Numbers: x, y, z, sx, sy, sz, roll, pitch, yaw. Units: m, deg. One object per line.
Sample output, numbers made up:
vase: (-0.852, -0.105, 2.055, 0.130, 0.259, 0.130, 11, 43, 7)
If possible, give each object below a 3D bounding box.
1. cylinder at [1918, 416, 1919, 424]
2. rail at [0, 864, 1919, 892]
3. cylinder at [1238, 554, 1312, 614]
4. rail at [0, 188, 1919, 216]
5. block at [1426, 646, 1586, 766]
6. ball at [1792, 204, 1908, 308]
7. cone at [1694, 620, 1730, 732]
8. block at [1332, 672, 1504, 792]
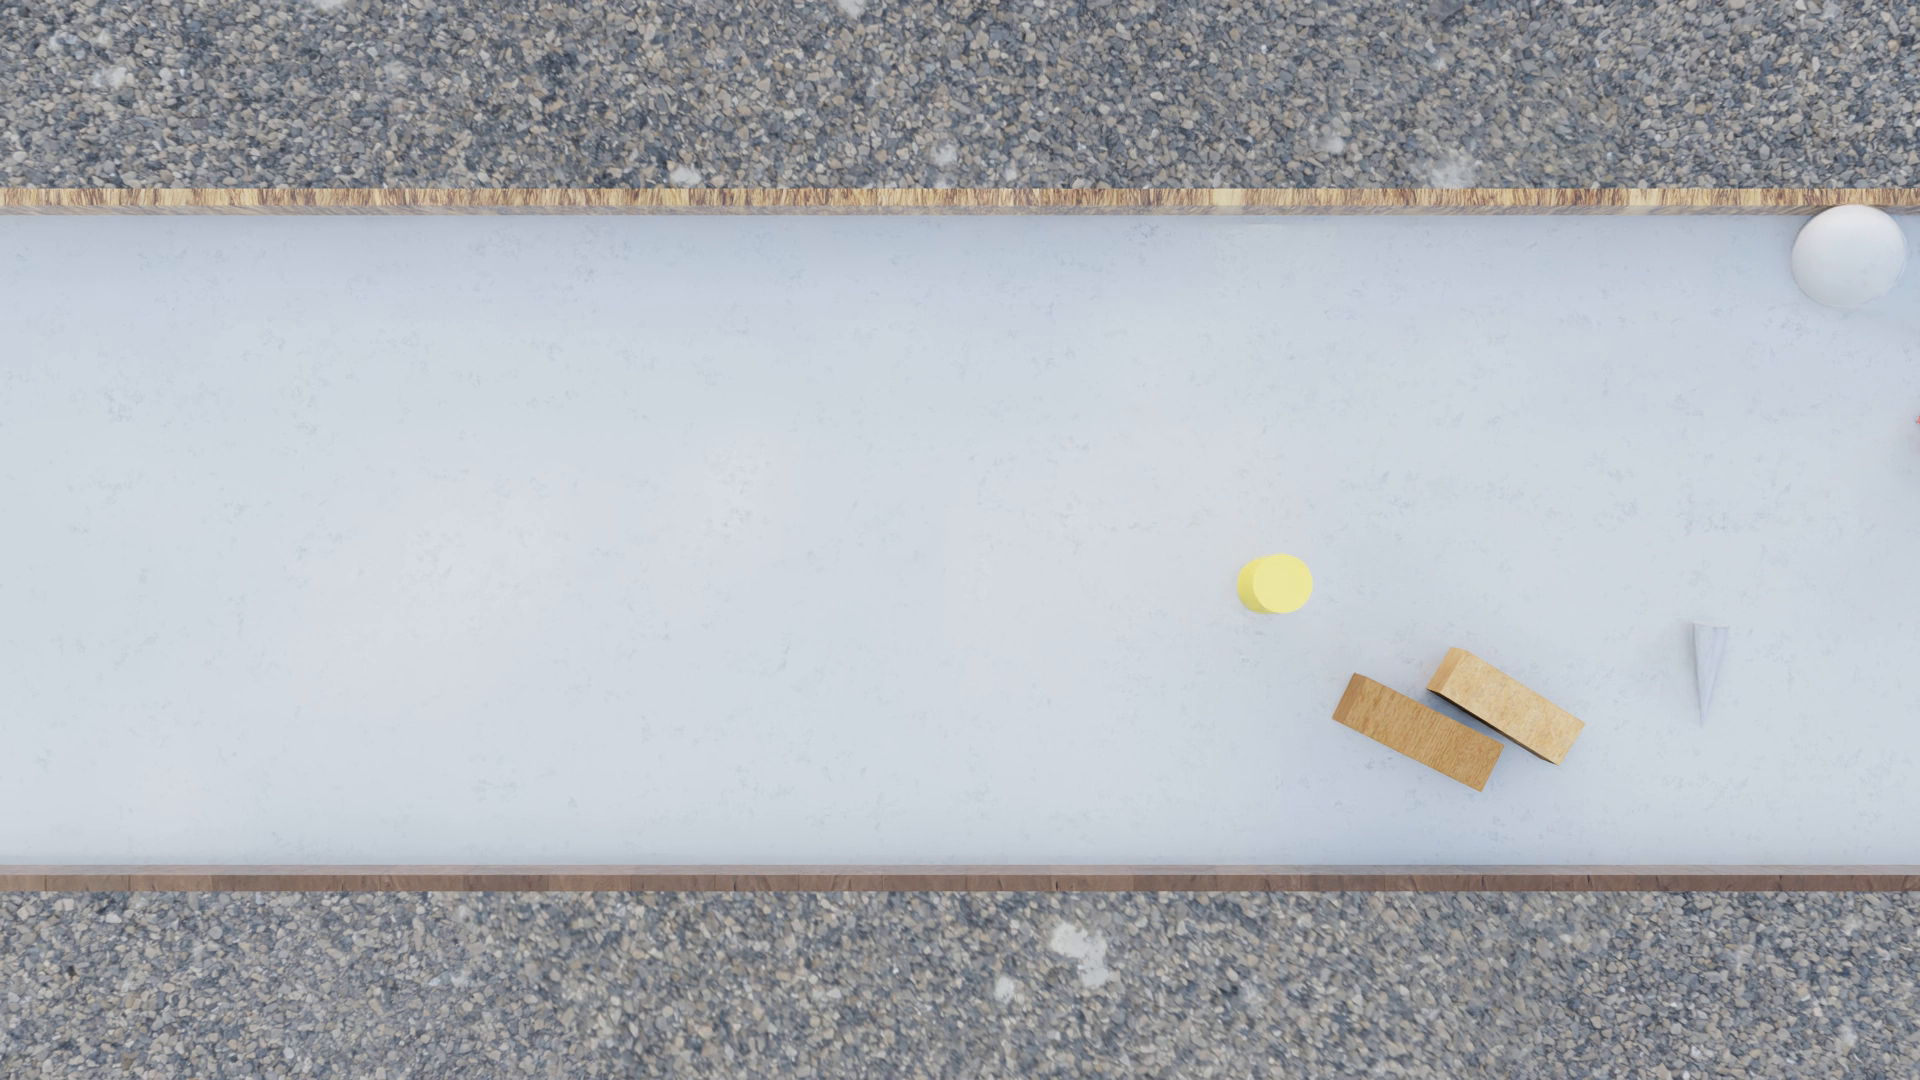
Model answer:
cylinder: (3.076, -0.294, 5.012, 0.304, 0.127, 0.127, 44, 90, 0)
rail: (-2.247, 1.025, 5.001, 12.000, 0.150, 0.050, 0, 90, 0)
cylinder: (0.933, 0.134, 4.904, 0.171, 0.335, 0.171, 0, 87, 2)
rail: (-2.247, -1.025, 5.002, 12.000, 0.150, 0.050, 0, 90, 0)
block: (1.652, 0.502, 5.001, 0.419, 0.151, 0.151, 32, 90, 0)
ball: (2.654, -0.848, 4.924, 0.305, 0.305, 0.305, 0, 90, 0)
cone: (2.285, 0.421, 5.051, 0.103, 0.103, 0.339, 1, 99, 0)
block: (1.384, 0.581, 4.997, 0.459, 0.159, 0.159, 26, 90, 0)
